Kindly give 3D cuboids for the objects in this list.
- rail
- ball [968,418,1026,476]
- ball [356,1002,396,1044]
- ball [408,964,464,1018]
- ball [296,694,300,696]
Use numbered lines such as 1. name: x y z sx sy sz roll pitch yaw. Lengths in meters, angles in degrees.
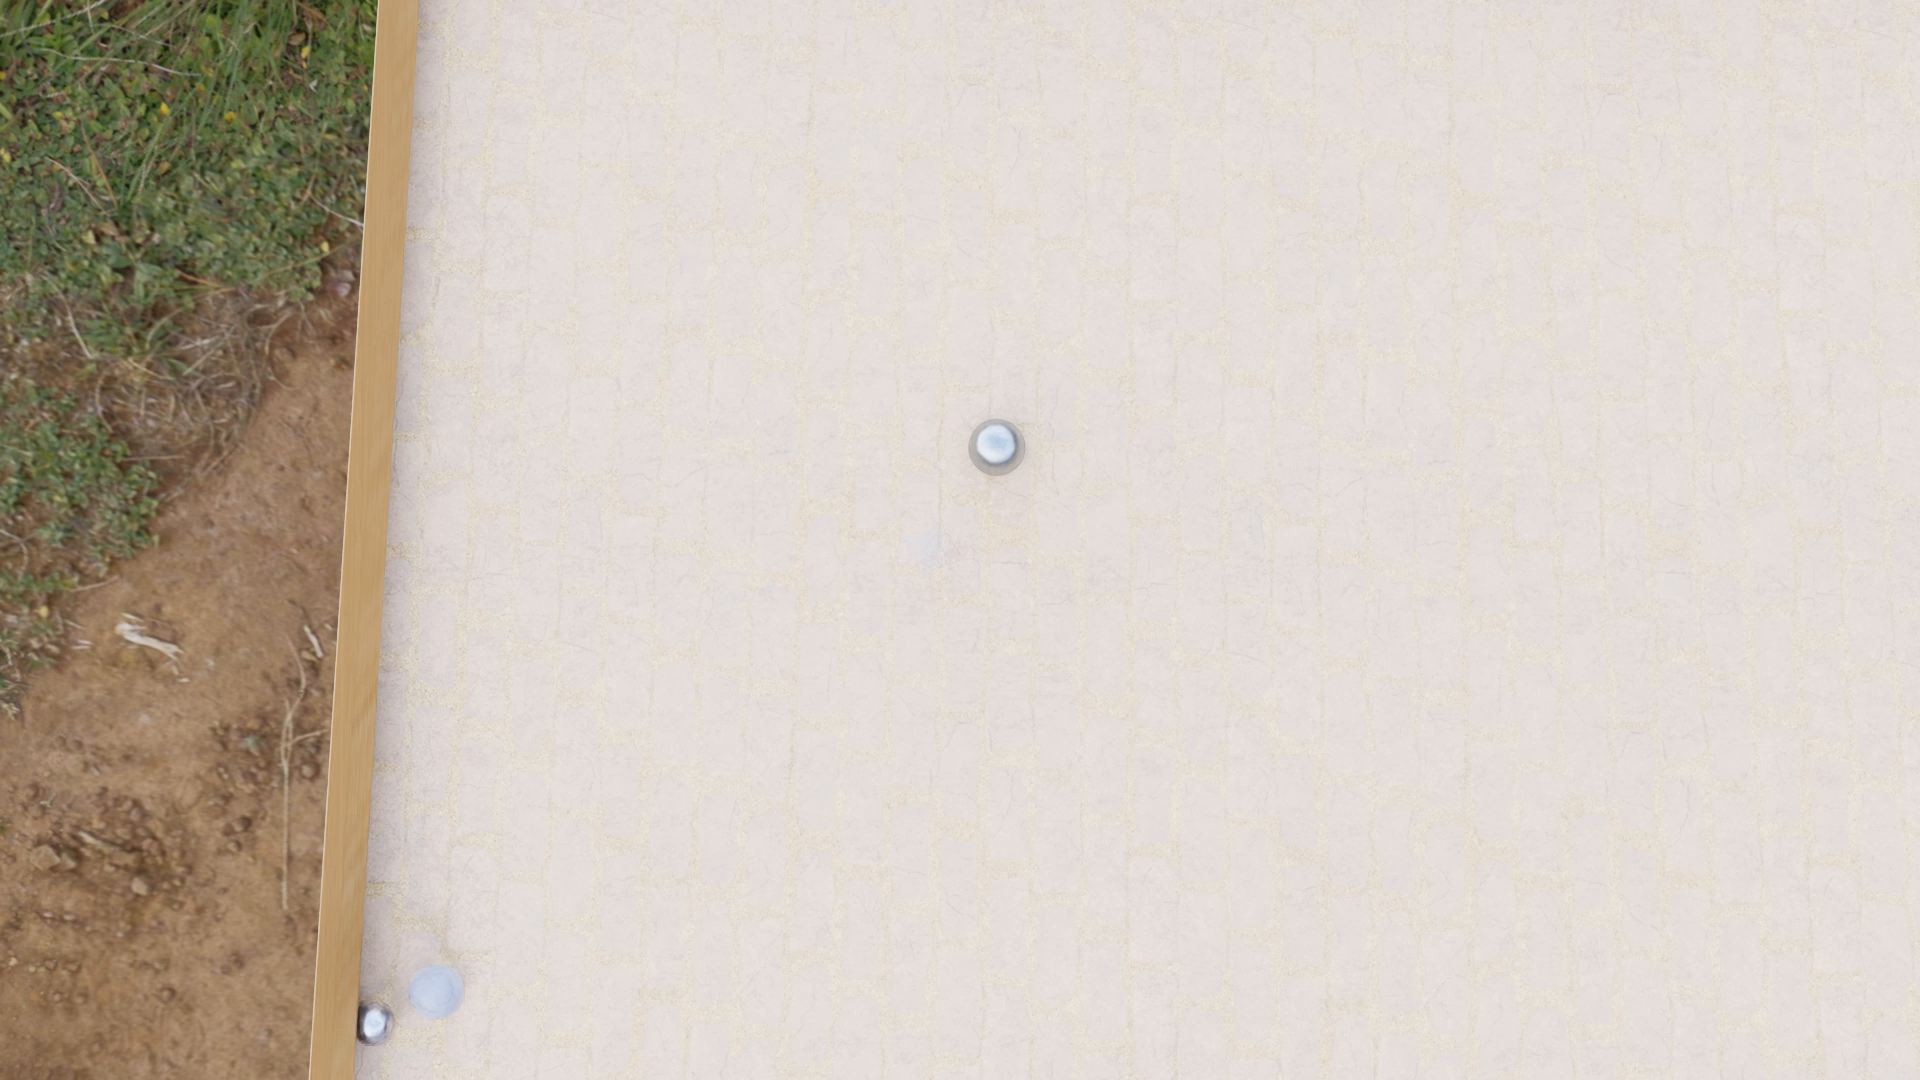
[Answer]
1. rail: -0.871 -0.017 3.257 0.045 0.124 2.121 1 80 0
2. ball: 0.055 -0.139 3.299 0.086 0.086 0.086 0 80 0
3. ball: -0.844 0.696 3.166 0.060 0.060 0.060 0 80 0
4. ball: -0.755 0.649 3.166 0.077 0.077 0.077 0 80 0
5. ball: -20.545 4.824 68.284 0.096 0.096 0.096 0 80 0
